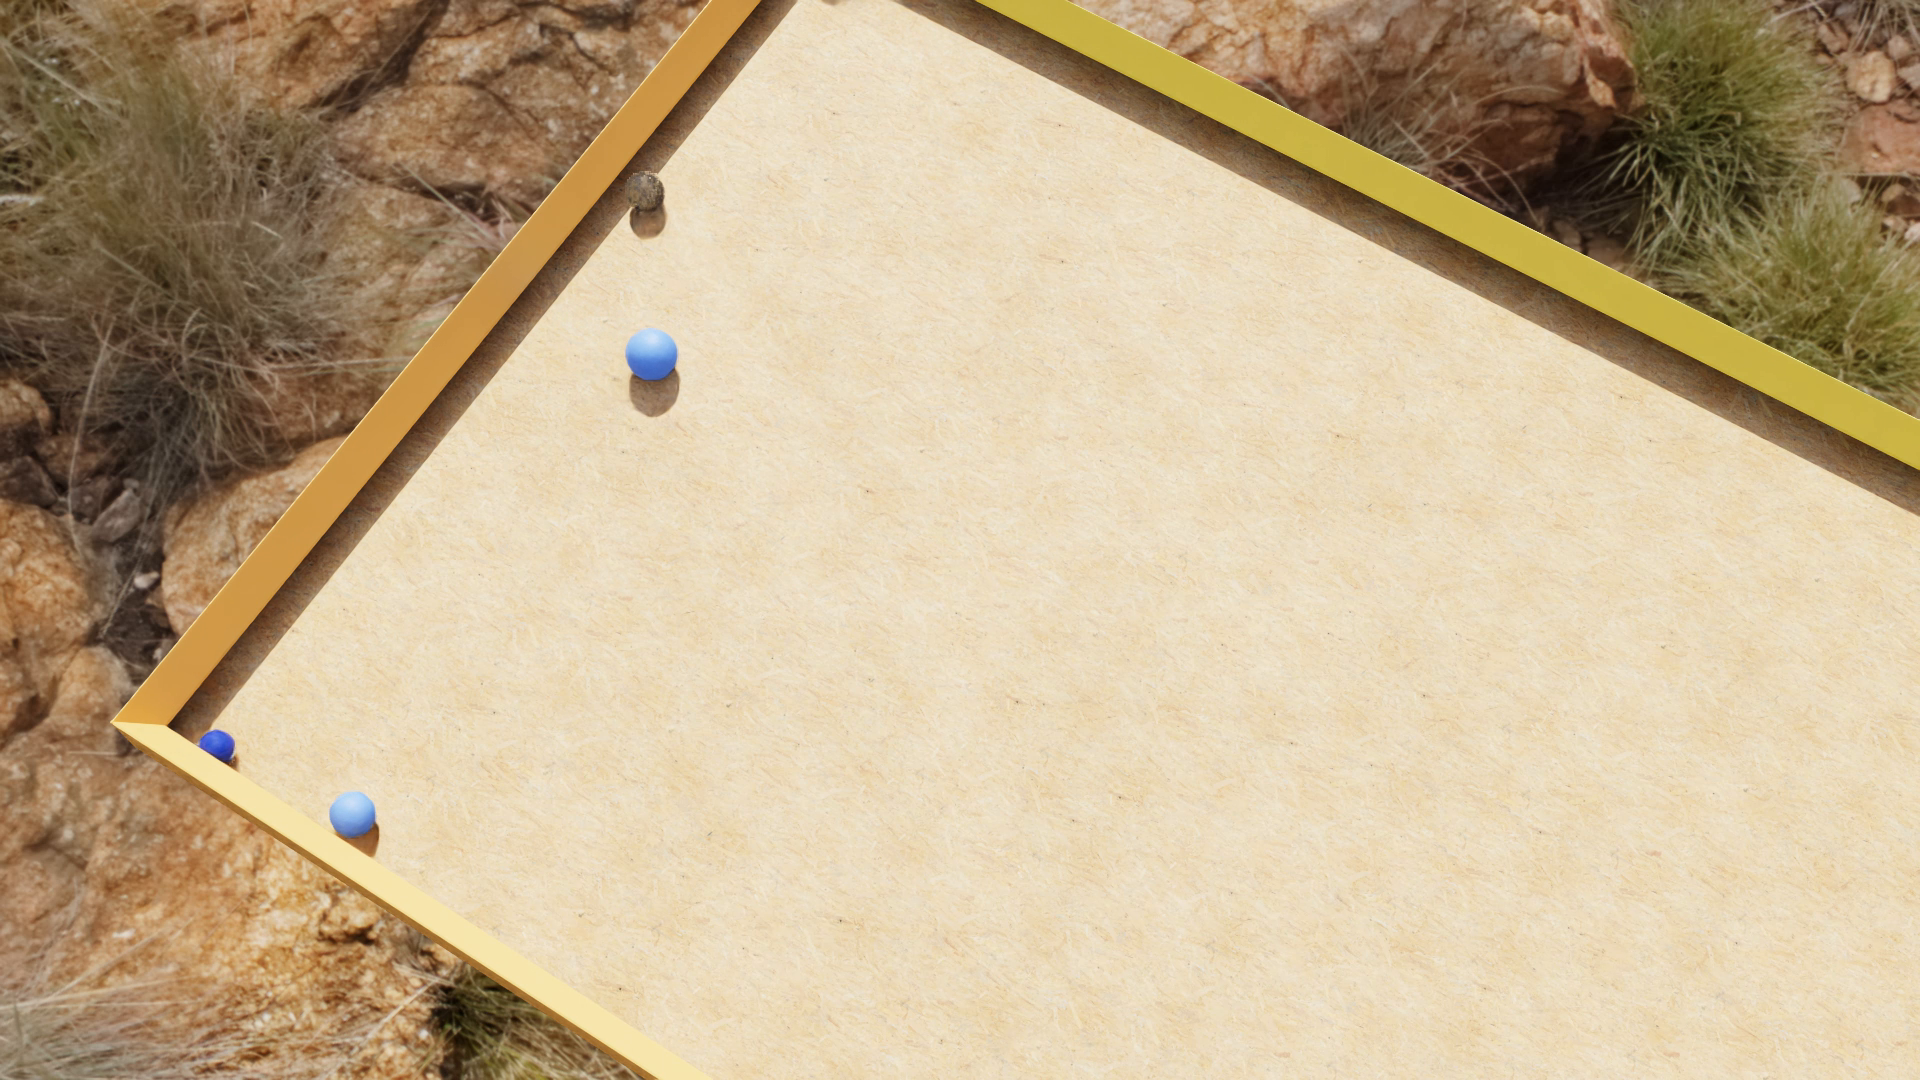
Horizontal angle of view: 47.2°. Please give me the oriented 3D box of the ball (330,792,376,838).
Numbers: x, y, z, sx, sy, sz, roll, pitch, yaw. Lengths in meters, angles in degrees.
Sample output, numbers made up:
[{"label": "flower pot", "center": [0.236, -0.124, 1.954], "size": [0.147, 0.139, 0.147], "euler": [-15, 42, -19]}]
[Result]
[{"label": "ball", "center": [-0.930, 0.420, 3.370], "size": [0.070, 0.070, 0.070], "euler": [0, 65, 0]}]

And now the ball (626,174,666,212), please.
[{"label": "ball", "center": [-0.550, -0.607, 3.848], "size": [0.067, 0.067, 0.067], "euler": [0, 65, 0]}]

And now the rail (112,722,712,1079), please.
[{"label": "rail", "center": [0.281, 1.162, 3.000], "size": [3.677, 0.114, 0.045], "euler": [29, 68, 13]}]

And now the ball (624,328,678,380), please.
[{"label": "ball", "center": [-0.520, -0.313, 3.700], "size": [0.088, 0.088, 0.088], "euler": [0, 65, 0]}]

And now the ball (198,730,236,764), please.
[{"label": "ball", "center": [-1.156, 0.324, 3.422], "size": [0.057, 0.057, 0.057], "euler": [0, 65, 0]}]

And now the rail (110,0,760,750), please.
[{"label": "rail", "center": [-0.761, -0.437, 3.743], "size": [0.045, 0.114, 1.946], "euler": [29, 68, 13]}]

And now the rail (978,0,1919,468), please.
[{"label": "rail", "center": [1.282, -0.301, 3.680], "size": [3.677, 0.114, 0.045], "euler": [29, 68, 13]}]
